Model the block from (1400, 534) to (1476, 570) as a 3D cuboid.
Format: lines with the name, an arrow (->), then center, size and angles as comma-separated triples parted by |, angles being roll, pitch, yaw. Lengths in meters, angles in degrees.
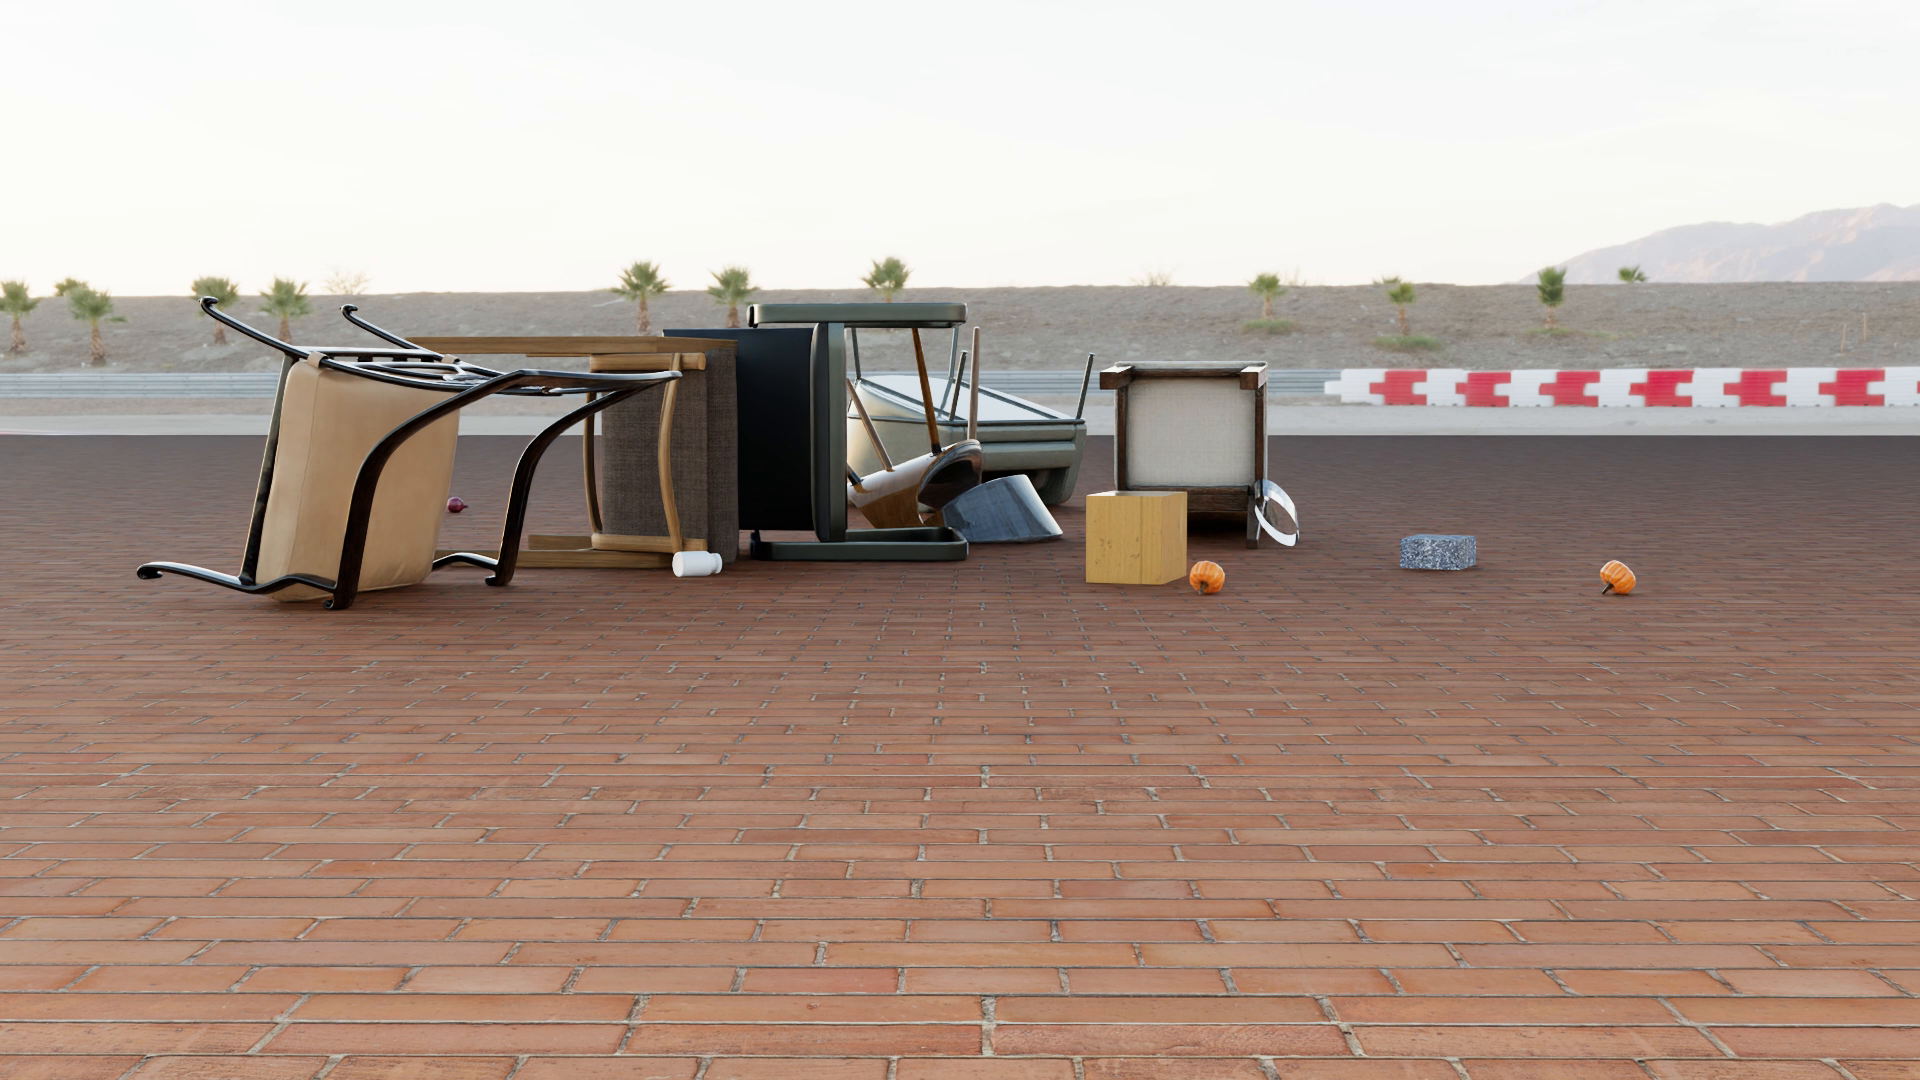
block -> 1.213, 0.030, 5.574 | 0.147, 0.074, 0.196 | 2, 4, 25

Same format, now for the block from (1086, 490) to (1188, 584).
block -> 0.419, -0.009, 5.197 | 0.179, 0.202, 0.258 | 1, 4, 19

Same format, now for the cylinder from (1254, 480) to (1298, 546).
cylinder -> 0.911, -0.080, 6.329 | 0.085, 0.186, 0.109 | -33, 19, 21

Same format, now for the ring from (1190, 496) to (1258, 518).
ring -> 0.941, -0.116, 7.695 | 0.279, 0.074, 0.275 | 0, 3, 15

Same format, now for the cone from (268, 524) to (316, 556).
cone -> -1.790, 0.019, 5.973 | 0.130, 0.083, 0.189 | 0, 16, -30
